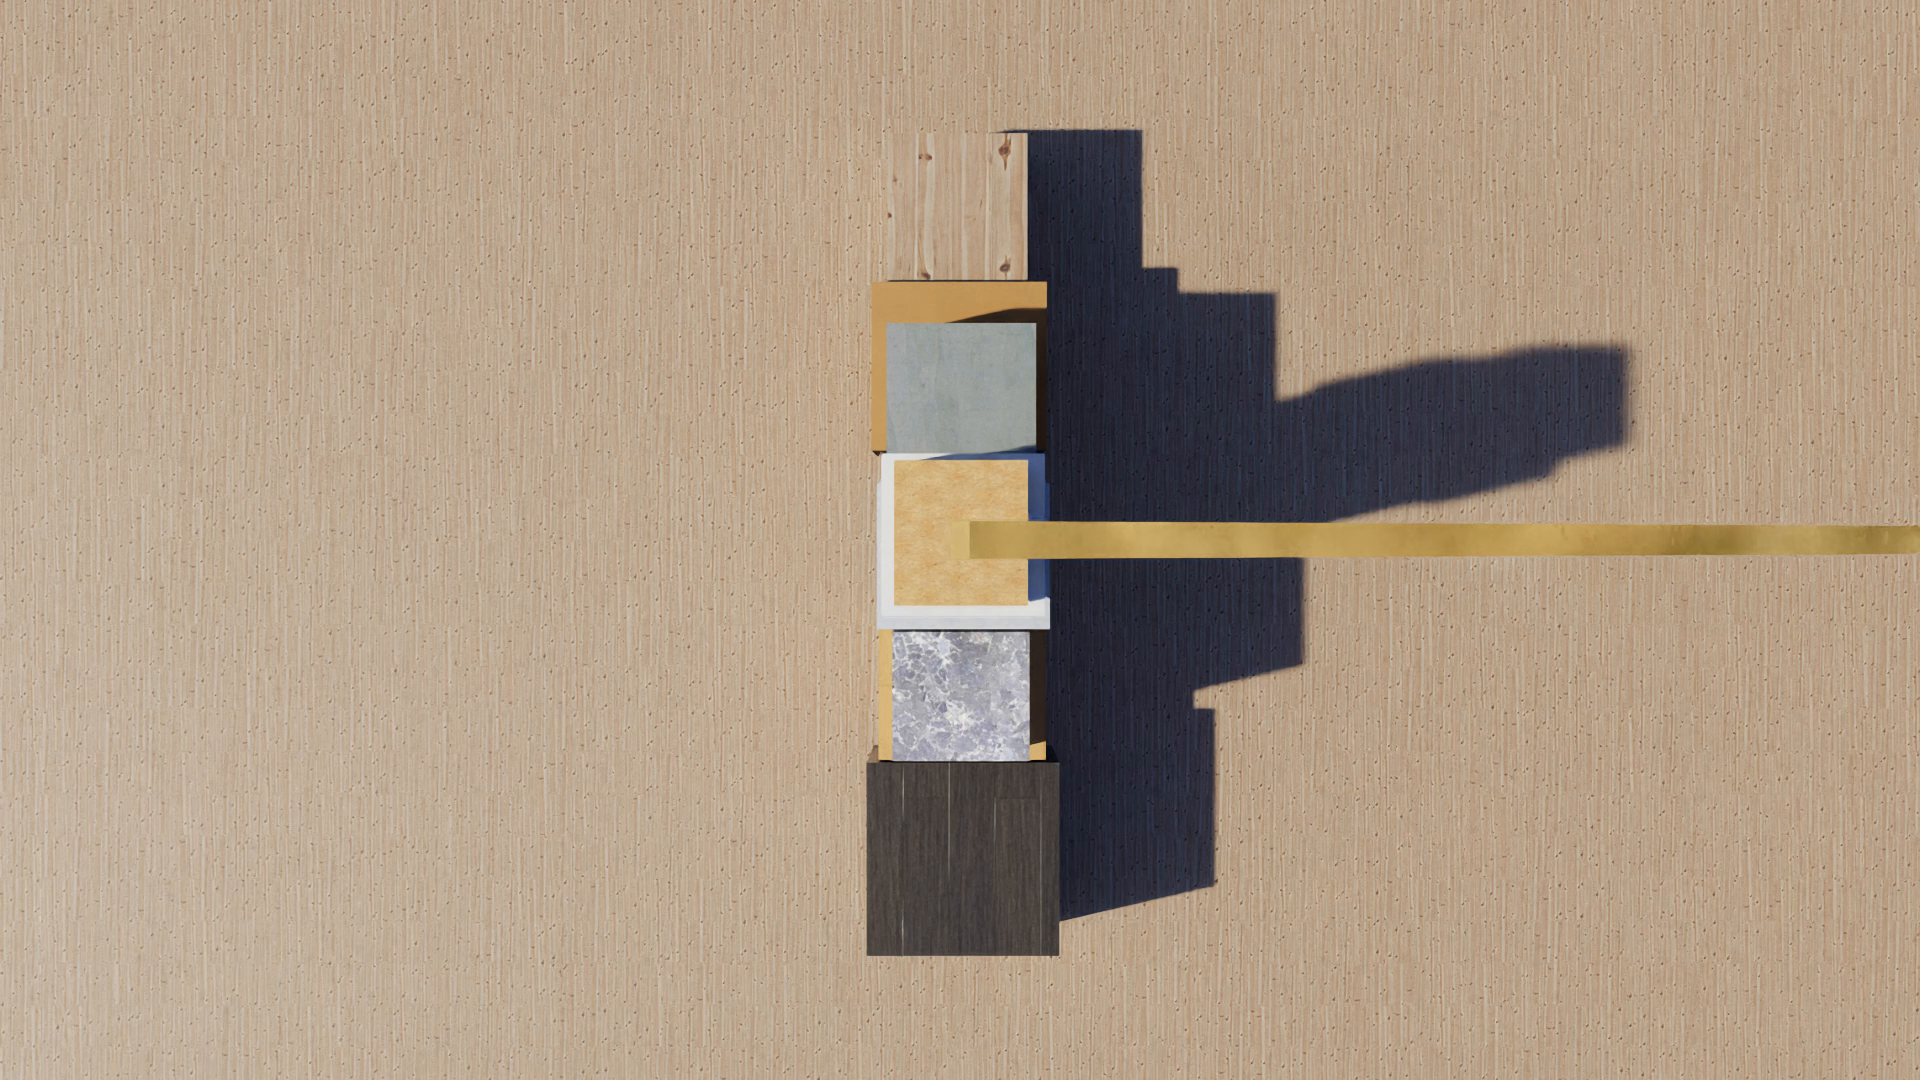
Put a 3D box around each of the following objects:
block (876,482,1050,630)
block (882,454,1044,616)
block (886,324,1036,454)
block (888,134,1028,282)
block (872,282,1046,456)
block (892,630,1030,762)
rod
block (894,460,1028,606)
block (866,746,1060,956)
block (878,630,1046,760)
[{"bbox_3d":[0.017,0.086,11.617,0.880,0.844,0.743,0,89,0],"label":"block"},{"bbox_3d":[0.014,-0.020,10.076,0.720,0.762,0.718,0,89,0],"label":"block"},{"bbox_3d":[0.007,-0.711,11.795,0.780,0.698,0.838,0,90,0],"label":"block"},{"bbox_3d":[-0.014,-1.852,12.629,0.779,0.742,0.831,0,90,0],"label":"block"},{"bbox_3d":[-0.005,-0.961,12.572,0.969,0.856,0.932,0,90,0],"label":"block"},{"bbox_3d":[0.005,0.801,11.633,0.701,0.807,0.658,0,90,0],"label":"block"},{"bbox_3d":[2.234,0.000,6.011,5.200,0.080,0.080,0,90,-31],"label":"rod"},{"bbox_3d":[0.004,-0.026,9.416,0.556,0.559,0.605,0,89,0],"label":"block"},{"bbox_3d":[0.016,1.740,12.491,1.051,1.017,1.054,0,90,0],"label":"block"},{"bbox_3d":[0.012,0.751,12.518,0.914,0.964,0.905,0,90,0],"label":"block"}]
